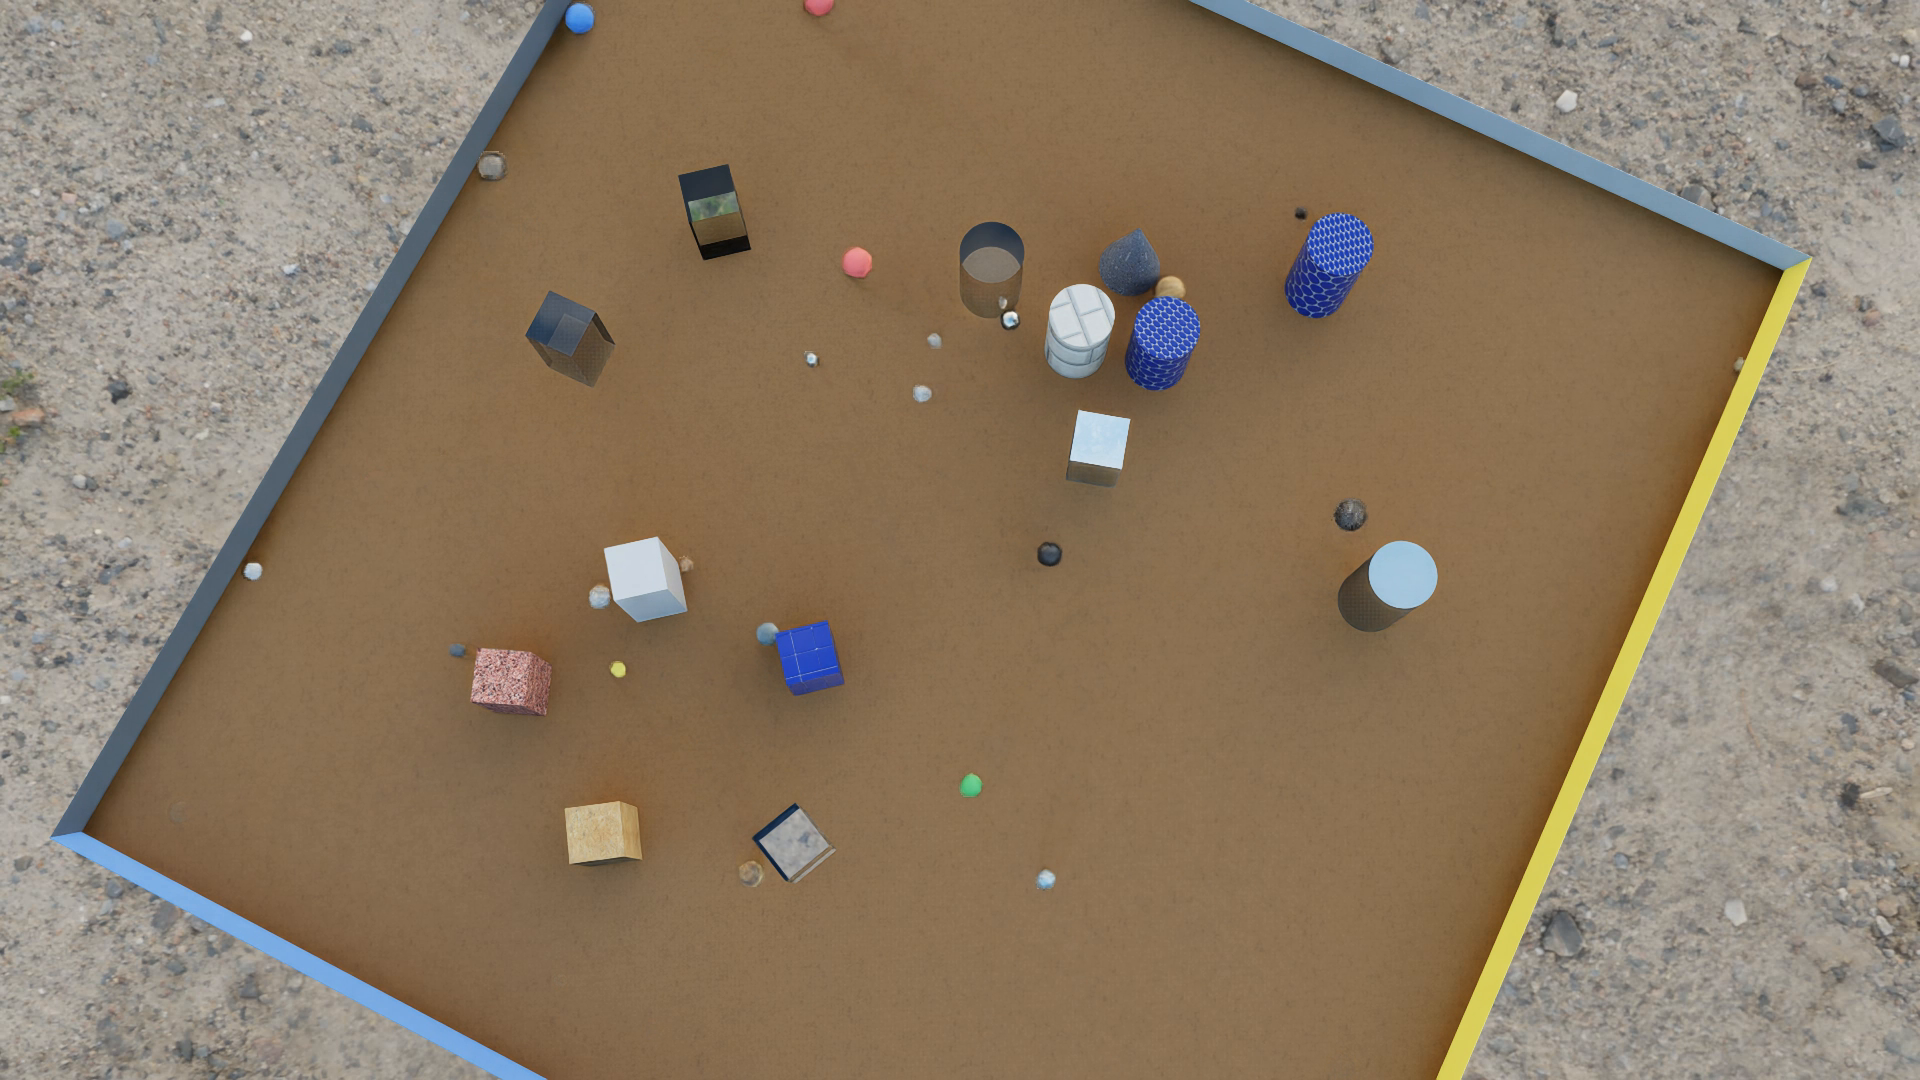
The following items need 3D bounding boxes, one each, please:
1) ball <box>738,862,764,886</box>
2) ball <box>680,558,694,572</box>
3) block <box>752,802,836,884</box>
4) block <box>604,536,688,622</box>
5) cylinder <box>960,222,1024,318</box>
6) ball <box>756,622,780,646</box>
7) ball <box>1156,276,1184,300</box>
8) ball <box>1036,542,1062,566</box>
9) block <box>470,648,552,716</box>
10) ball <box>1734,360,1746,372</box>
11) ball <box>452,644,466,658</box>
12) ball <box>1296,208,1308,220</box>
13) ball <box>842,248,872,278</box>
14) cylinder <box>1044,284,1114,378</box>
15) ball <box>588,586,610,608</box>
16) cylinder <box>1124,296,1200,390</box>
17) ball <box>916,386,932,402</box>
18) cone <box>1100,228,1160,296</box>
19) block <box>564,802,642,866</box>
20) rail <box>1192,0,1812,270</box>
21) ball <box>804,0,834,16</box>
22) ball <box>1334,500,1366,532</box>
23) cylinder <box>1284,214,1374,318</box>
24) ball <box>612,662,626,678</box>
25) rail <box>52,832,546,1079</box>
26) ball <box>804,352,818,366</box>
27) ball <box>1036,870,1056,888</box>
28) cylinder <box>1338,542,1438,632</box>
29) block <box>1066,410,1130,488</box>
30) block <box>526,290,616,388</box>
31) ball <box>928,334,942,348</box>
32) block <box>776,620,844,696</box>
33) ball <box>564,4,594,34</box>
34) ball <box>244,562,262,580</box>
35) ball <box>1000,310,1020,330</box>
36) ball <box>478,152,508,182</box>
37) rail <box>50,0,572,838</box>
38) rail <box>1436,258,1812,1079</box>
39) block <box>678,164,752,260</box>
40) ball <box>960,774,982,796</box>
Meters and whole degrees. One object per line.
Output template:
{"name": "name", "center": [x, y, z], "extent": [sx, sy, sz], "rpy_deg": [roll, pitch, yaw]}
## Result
{"name": "ball", "center": [-0.613, 0.980, 5.377], "extent": [0.072, 0.072, 0.072], "rpy_deg": [0, 78, 0]}
{"name": "ball", "center": [-0.832, 0.077, 5.579], "extent": [0.042, 0.042, 0.042], "rpy_deg": [0, 78, 0]}
{"name": "block", "center": [-0.474, 0.875, 5.276], "extent": [0.155, 0.313, 0.155], "rpy_deg": [-39, 81, -7]}
{"name": "block", "center": [-0.921, 0.120, 5.394], "extent": [0.155, 0.387, 0.155], "rpy_deg": [-12, 79, -3]}
{"name": "cylinder", "center": [0.095, -0.824, 5.619], "extent": [0.194, 0.328, 0.194], "rpy_deg": [0, 78, 0]}
{"name": "ball", "center": [-0.579, 0.285, 5.522], "extent": [0.069, 0.069, 0.069], "rpy_deg": [0, 78, 0]}
{"name": "ball", "center": [0.657, -0.779, 5.731], "extent": [0.092, 0.092, 0.092], "rpy_deg": [0, 78, 0]}
{"name": "ball", "center": [0.270, 0.043, 5.569], "extent": [0.075, 0.075, 0.075], "rpy_deg": [0, 78, 0]}
{"name": "block", "center": [-1.316, 0.420, 5.386], "extent": [0.155, 0.280, 0.155], "rpy_deg": [4, 78, 1]}
{"name": "ball", "center": [2.432, -0.542, 5.708], "extent": [0.040, 0.040, 0.040], "rpy_deg": [0, 78, 0]}
{"name": "ball", "center": [-1.512, 0.333, 5.526], "extent": [0.042, 0.042, 0.042], "rpy_deg": [0, 78, 0]}
{"name": "ball", "center": [1.085, -1.032, 5.809], "extent": [0.041, 0.041, 0.041], "rpy_deg": [0, 78, 0]}
{"name": "ball", "center": [-0.321, -0.868, 5.748], "extent": [0.093, 0.093, 0.093], "rpy_deg": [0, 78, 0]}
{"name": "cylinder", "center": [0.361, -0.631, 5.579], "extent": [0.194, 0.330, 0.194], "rpy_deg": [0, 78, 0]}
{"name": "ball", "center": [-1.091, 0.171, 5.548], "extent": [0.065, 0.065, 0.065], "rpy_deg": [0, 78, 0]}
{"name": "cylinder", "center": [0.612, -0.593, 5.571], "extent": [0.194, 0.330, 0.194], "rpy_deg": [0, 78, 0]}
{"name": "ball", "center": [-0.113, -0.454, 5.685], "extent": [0.050, 0.050, 0.050], "rpy_deg": [0, 78, 0]}
{"name": "cone", "center": [0.536, -0.898, 5.630], "extent": [0.194, 0.338, 0.194], "rpy_deg": [0, 78, 0]}
{"name": "block", "center": [-1.027, 0.851, 5.293], "extent": [0.155, 0.289, 0.155], "rpy_deg": [-7, 78, -2]}
{"name": "rail", "center": [0.872, -1.702, 5.903], "extent": [3.926, 0.126, 0.045], "rpy_deg": [26, 80, 5]}
{"name": "ball", "center": [-0.456, -1.743, 5.929], "extent": [0.094, 0.094, 0.094], "rpy_deg": [0, 78, 0]}
{"name": "ball", "center": [1.189, -0.074, 5.582], "extent": [0.097, 0.097, 0.097], "rpy_deg": [0, 78, 0]}
{"name": "cylinder", "center": [1.120, -0.832, 5.588], "extent": [0.194, 0.393, 0.194], "rpy_deg": [0, 78, 0]}
{"name": "ball", "center": [-1.026, 0.391, 5.513], "extent": [0.044, 0.044, 0.044], "rpy_deg": [0, 78, 0]}
{"name": "rail", "center": [-0.872, 1.715, 5.196], "extent": [3.926, 0.126, 0.045], "rpy_deg": [26, 80, 5]}
{"name": "ball", "center": [-0.462, -0.563, 5.711], "extent": [0.044, 0.044, 0.044], "rpy_deg": [0, 78, 0]}
{"name": "ball", "center": [0.252, 0.996, 5.383], "extent": [0.054, 0.054, 0.054], "rpy_deg": [0, 78, 0]}
{"name": "cylinder", "center": [1.246, 0.141, 5.366], "extent": [0.194, 0.434, 0.194], "rpy_deg": [0, 78, 0]}
{"name": "block", "center": [0.415, -0.272, 5.545], "extent": [0.155, 0.250, 0.155], "rpy_deg": [10, 78, 2]}
{"name": "block", "center": [-1.181, -0.607, 5.576], "extent": [0.155, 0.325, 0.155], "rpy_deg": [25, 79, 5]}
{"name": "ball", "center": [-0.078, -0.622, 5.723], "extent": [0.044, 0.044, 0.044], "rpy_deg": [0, 78, 0]}
{"name": "block", "center": [-0.441, 0.352, 5.408], "extent": [0.155, 0.265, 0.155], "rpy_deg": [-14, 79, -3]}
{"name": "ball", "center": [-1.229, -1.683, 5.917], "extent": [0.093, 0.093, 0.093], "rpy_deg": [0, 78, 0]}
{"name": "ball", "center": [-2.149, 0.094, 5.571], "extent": [0.051, 0.051, 0.051], "rpy_deg": [0, 78, 0]}
{"name": "ball", "center": [0.158, -0.687, 5.725], "extent": [0.065, 0.065, 0.065], "rpy_deg": [0, 78, 0]}
{"name": "ball", "center": [-1.483, -1.183, 5.816], "extent": [0.090, 0.090, 0.090], "rpy_deg": [0, 78, 0]}
{"name": "rail", "center": [-1.735, -0.843, 5.726], "extent": [0.045, 0.126, 3.949], "rpy_deg": [26, 80, 5]}
{"name": "rail", "center": [1.735, 0.856, 5.374], "extent": [0.045, 0.126, 3.949], "rpy_deg": [26, 80, 5]}
{"name": "block", "center": [-0.755, -1.009, 5.660], "extent": [0.155, 0.323, 0.155], "rpy_deg": [-13, 79, -3]}
{"name": "ball", "center": [0.035, 0.726, 5.433], "extent": [0.064, 0.064, 0.064], "rpy_deg": [0, 78, 0]}
